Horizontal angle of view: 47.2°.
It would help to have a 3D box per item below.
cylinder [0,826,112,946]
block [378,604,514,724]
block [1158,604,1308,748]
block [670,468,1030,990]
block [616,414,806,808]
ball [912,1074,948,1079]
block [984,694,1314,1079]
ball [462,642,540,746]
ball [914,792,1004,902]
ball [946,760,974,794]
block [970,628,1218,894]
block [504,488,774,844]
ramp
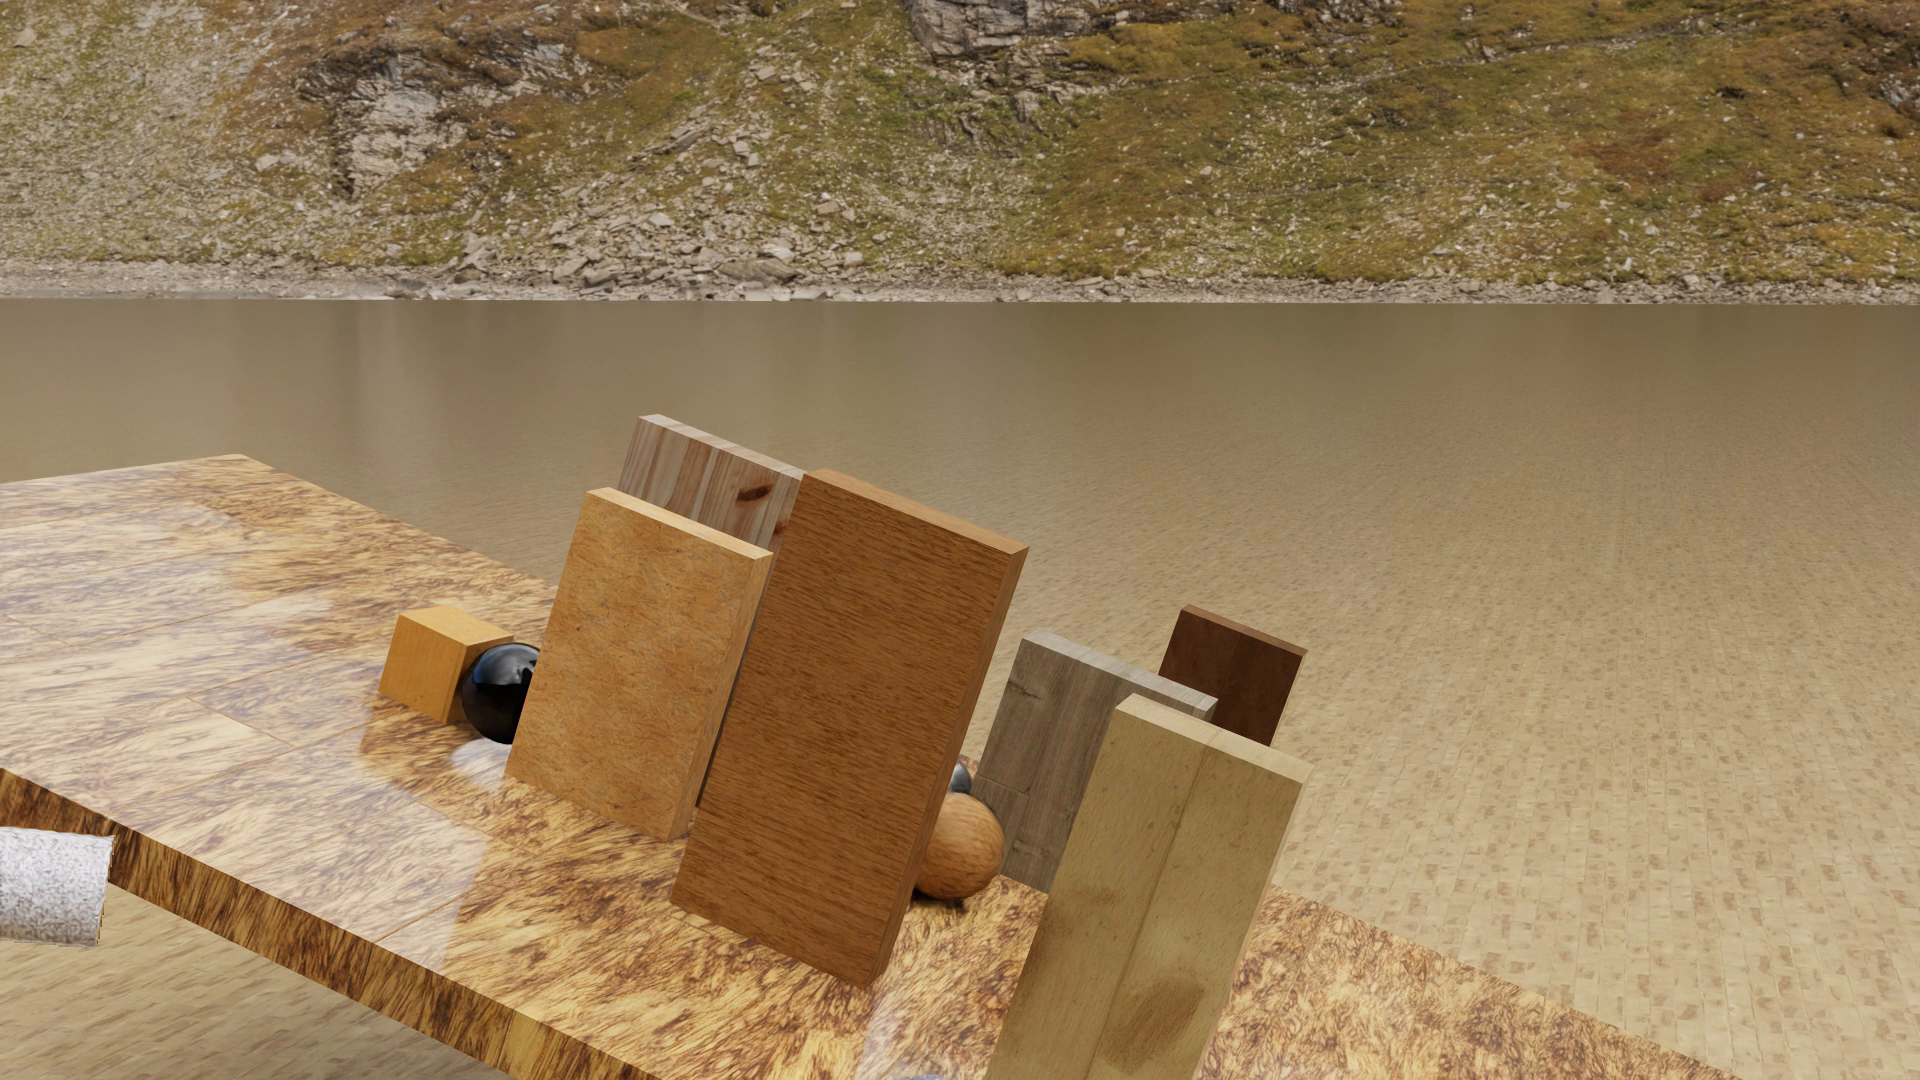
[{"bbox_3d":[-1.337,0.507,3.218,0.160,0.160,0.160,10,3,-20],"label":"cylinder"},{"bbox_3d":[-1.021,0.244,4.374,0.165,0.165,0.165,22,13,18],"label":"block"},{"bbox_3d":[0.539,0.449,4.865,0.283,0.544,0.086,21,12,14],"label":"block"},{"bbox_3d":[-0.194,0.320,3.742,0.378,0.797,0.115,21,12,14],"label":"block"},{"bbox_3d":[-0.523,0.148,4.294,0.414,0.683,0.094,21,12,14],"label":"block"},{"bbox_3d":[-0.044,0.841,3.201,0.123,0.123,0.123,0,7,0],"label":"ball"},{"bbox_3d":[0.263,0.619,3.284,0.289,0.713,0.122,21,12,14],"label":"block"},{"bbox_3d":[-0.867,0.298,4.277,0.200,0.200,0.200,0,7,0],"label":"ball"},{"bbox_3d":[-0.019,0.588,4.222,0.209,0.209,0.209,0,7,0],"label":"ball"},{"bbox_3d":[-0.051,0.525,4.563,0.164,0.164,0.164,0,7,0],"label":"ball"},{"bbox_3d":[0.249,0.479,4.460,0.395,0.477,0.130,21,12,14],"label":"block"},{"bbox_3d":[-0.600,0.231,4.087,0.349,0.568,0.093,21,12,14],"label":"block"},{"bbox_3d":[-0.347,0.646,4.219,4.000,0.100,2.000,21,12,14],"label":"ramp"}]
